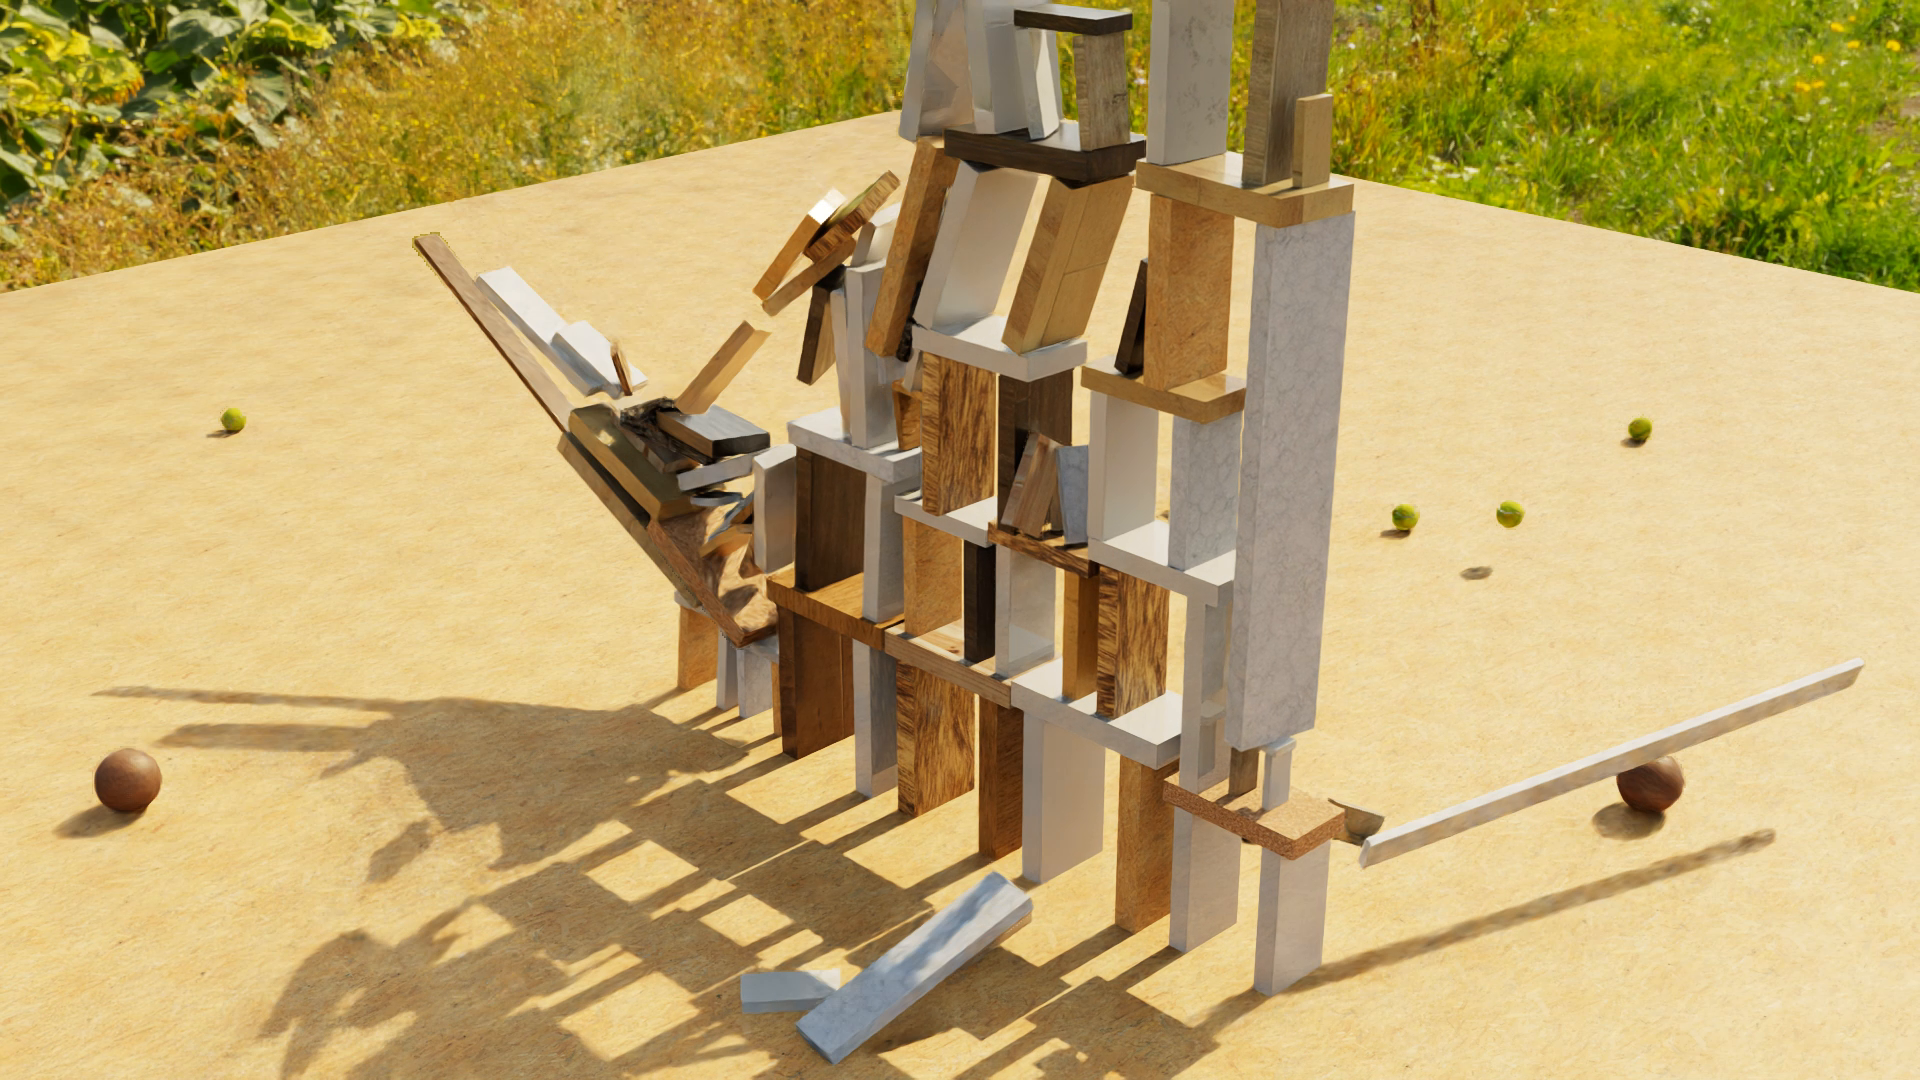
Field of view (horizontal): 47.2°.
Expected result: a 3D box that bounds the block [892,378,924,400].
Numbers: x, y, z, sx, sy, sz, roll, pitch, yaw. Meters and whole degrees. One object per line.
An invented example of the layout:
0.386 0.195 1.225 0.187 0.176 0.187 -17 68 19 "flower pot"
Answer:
-0.069 -0.287 4.185 0.058 0.016 0.115 -20 31 -40 "block"

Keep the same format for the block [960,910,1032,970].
0.030 0.715 4.039 0.104 0.029 0.207 17 28 35 "block"

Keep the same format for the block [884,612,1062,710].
0.033 0.225 4.289 0.172 0.049 0.344 -21 31 -41 "block"

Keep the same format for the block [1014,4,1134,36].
0.186 -0.861 3.635 0.183 0.026 0.091 19 29 41 "block"

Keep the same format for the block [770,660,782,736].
-0.365 0.330 4.759 0.025 0.175 0.087 21 31 41 "block"

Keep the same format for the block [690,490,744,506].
-0.527 -0.090 4.757 0.062 0.017 0.123 -16 13 -35 "block"

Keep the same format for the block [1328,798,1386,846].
0.698 0.508 3.944 0.134 0.067 0.019 19 13 -35 "block"

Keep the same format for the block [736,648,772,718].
-0.447 0.298 4.835 0.025 0.175 0.087 21 31 41 "block"

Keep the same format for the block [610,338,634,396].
-0.748 -0.382 4.866 0.017 0.119 0.059 -9 43 3 "block"

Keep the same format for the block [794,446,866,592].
-0.262 -0.061 4.487 0.156 0.311 0.044 -21 35 -40 "block"

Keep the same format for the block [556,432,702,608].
-0.677 -0.070 4.925 0.179 0.051 0.518 -23 61 -43 "block"

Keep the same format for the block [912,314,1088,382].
0.070 -0.355 3.984 0.150 0.043 0.301 -20 29 -39 "block"

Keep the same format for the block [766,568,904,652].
-0.218 0.125 4.512 0.174 0.049 0.347 -21 31 -41 "block"

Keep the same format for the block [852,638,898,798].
-0.136 0.340 4.514 0.049 0.347 0.174 21 31 41 "block"

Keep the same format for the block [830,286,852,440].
-0.170 -0.355 4.270 0.042 0.299 0.149 20 34 41 "block"

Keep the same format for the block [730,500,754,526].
-0.418 -0.067 4.662 0.076 0.022 0.153 -10 -19 -41 "block"

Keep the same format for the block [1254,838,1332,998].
0.585 0.645 3.868 0.145 0.291 0.041 -21 31 -40 "block"

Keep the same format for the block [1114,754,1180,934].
0.368 0.530 4.054 0.050 0.356 0.178 21 31 41 "block"

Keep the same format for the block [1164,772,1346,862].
0.516 0.466 3.866 0.145 0.041 0.291 -21 31 -40 "block"

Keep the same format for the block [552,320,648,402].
-0.812 -0.406 4.955 0.207 0.029 0.103 43 35 9 "block"

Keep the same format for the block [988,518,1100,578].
0.184 0.001 4.025 0.126 0.036 0.252 -21 30 -40 "block"

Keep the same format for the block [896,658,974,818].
-0.048 0.373 4.440 0.049 0.344 0.172 21 31 41 "block"

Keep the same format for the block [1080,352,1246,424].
0.352 -0.264 3.735 0.273 0.039 0.136 21 31 40 "block"

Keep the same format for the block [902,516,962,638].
-0.053 0.054 4.310 0.124 0.248 0.035 -21 31 -41 "block"

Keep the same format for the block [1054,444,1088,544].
0.224 -0.084 3.960 0.087 0.174 0.025 -7 0 -17 "block"

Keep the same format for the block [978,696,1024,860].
0.114 0.437 4.291 0.049 0.344 0.172 21 31 41 "block"

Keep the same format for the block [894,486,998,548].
0.005 -0.053 4.200 0.124 0.035 0.248 -21 31 -40 "block"

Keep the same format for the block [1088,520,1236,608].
0.381 0.035 3.833 0.147 0.042 0.293 -21 31 -40 "block"

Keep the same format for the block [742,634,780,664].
-0.406 0.222 4.758 0.175 0.025 0.087 21 31 41 "block"

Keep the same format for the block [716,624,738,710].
-0.487 0.266 4.866 0.103 0.207 0.029 -21 37 -41 "block"

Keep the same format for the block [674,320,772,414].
-0.490 -0.357 4.557 0.033 0.231 0.116 43 11 7 "block"

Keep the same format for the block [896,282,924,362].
-0.065 -0.410 4.110 0.079 0.158 0.022 -15 43 -44 "block"

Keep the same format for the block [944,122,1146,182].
0.151 -0.675 3.772 0.168 0.048 0.336 -21 29 -40 "block"

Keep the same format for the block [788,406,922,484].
-0.180 -0.193 4.341 0.156 0.044 0.311 -21 31 -40 "block"

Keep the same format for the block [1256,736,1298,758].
0.524 0.342 3.807 0.054 0.015 0.109 -19 30 -38 "block"

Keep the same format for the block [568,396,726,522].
-0.701 -0.186 4.911 0.179 0.051 0.357 -17 49 -41 "block"

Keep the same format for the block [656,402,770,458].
-0.532 -0.237 4.718 0.135 0.038 0.271 -10 22 -31 "block"

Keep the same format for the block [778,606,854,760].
-0.300 0.276 4.665 0.049 0.347 0.174 21 31 41 "block"

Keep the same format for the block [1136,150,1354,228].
0.450 -0.564 3.503 0.162 0.046 0.325 -17 28 -34 "block"

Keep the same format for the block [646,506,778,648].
-0.510 0.067 4.803 0.179 0.051 0.357 -20 60 -42 "block"

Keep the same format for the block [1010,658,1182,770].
0.284 0.310 4.053 0.356 0.050 0.178 21 31 41 "block"

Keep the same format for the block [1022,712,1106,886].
0.200 0.465 4.209 0.050 0.356 0.178 21 31 41 "block"

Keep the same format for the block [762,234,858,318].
-0.290 -0.517 4.293 0.221 0.031 0.111 -38 9 4 "block"

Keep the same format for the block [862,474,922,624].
-0.117 -0.003 4.351 0.156 0.311 0.044 -21 35 -40 "block"

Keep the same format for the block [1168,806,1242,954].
0.448 0.592 3.994 0.145 0.291 0.041 -21 31 -40 "block"

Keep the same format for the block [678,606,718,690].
-0.584 0.228 4.955 0.103 0.207 0.029 -21 38 -41 "block"

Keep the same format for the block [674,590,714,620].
-0.525 0.139 4.860 0.207 0.029 0.103 21 30 39 "block"

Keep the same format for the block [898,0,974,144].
-0.008 -0.877 3.887 0.169 0.338 0.048 -19 42 -39 "block"
